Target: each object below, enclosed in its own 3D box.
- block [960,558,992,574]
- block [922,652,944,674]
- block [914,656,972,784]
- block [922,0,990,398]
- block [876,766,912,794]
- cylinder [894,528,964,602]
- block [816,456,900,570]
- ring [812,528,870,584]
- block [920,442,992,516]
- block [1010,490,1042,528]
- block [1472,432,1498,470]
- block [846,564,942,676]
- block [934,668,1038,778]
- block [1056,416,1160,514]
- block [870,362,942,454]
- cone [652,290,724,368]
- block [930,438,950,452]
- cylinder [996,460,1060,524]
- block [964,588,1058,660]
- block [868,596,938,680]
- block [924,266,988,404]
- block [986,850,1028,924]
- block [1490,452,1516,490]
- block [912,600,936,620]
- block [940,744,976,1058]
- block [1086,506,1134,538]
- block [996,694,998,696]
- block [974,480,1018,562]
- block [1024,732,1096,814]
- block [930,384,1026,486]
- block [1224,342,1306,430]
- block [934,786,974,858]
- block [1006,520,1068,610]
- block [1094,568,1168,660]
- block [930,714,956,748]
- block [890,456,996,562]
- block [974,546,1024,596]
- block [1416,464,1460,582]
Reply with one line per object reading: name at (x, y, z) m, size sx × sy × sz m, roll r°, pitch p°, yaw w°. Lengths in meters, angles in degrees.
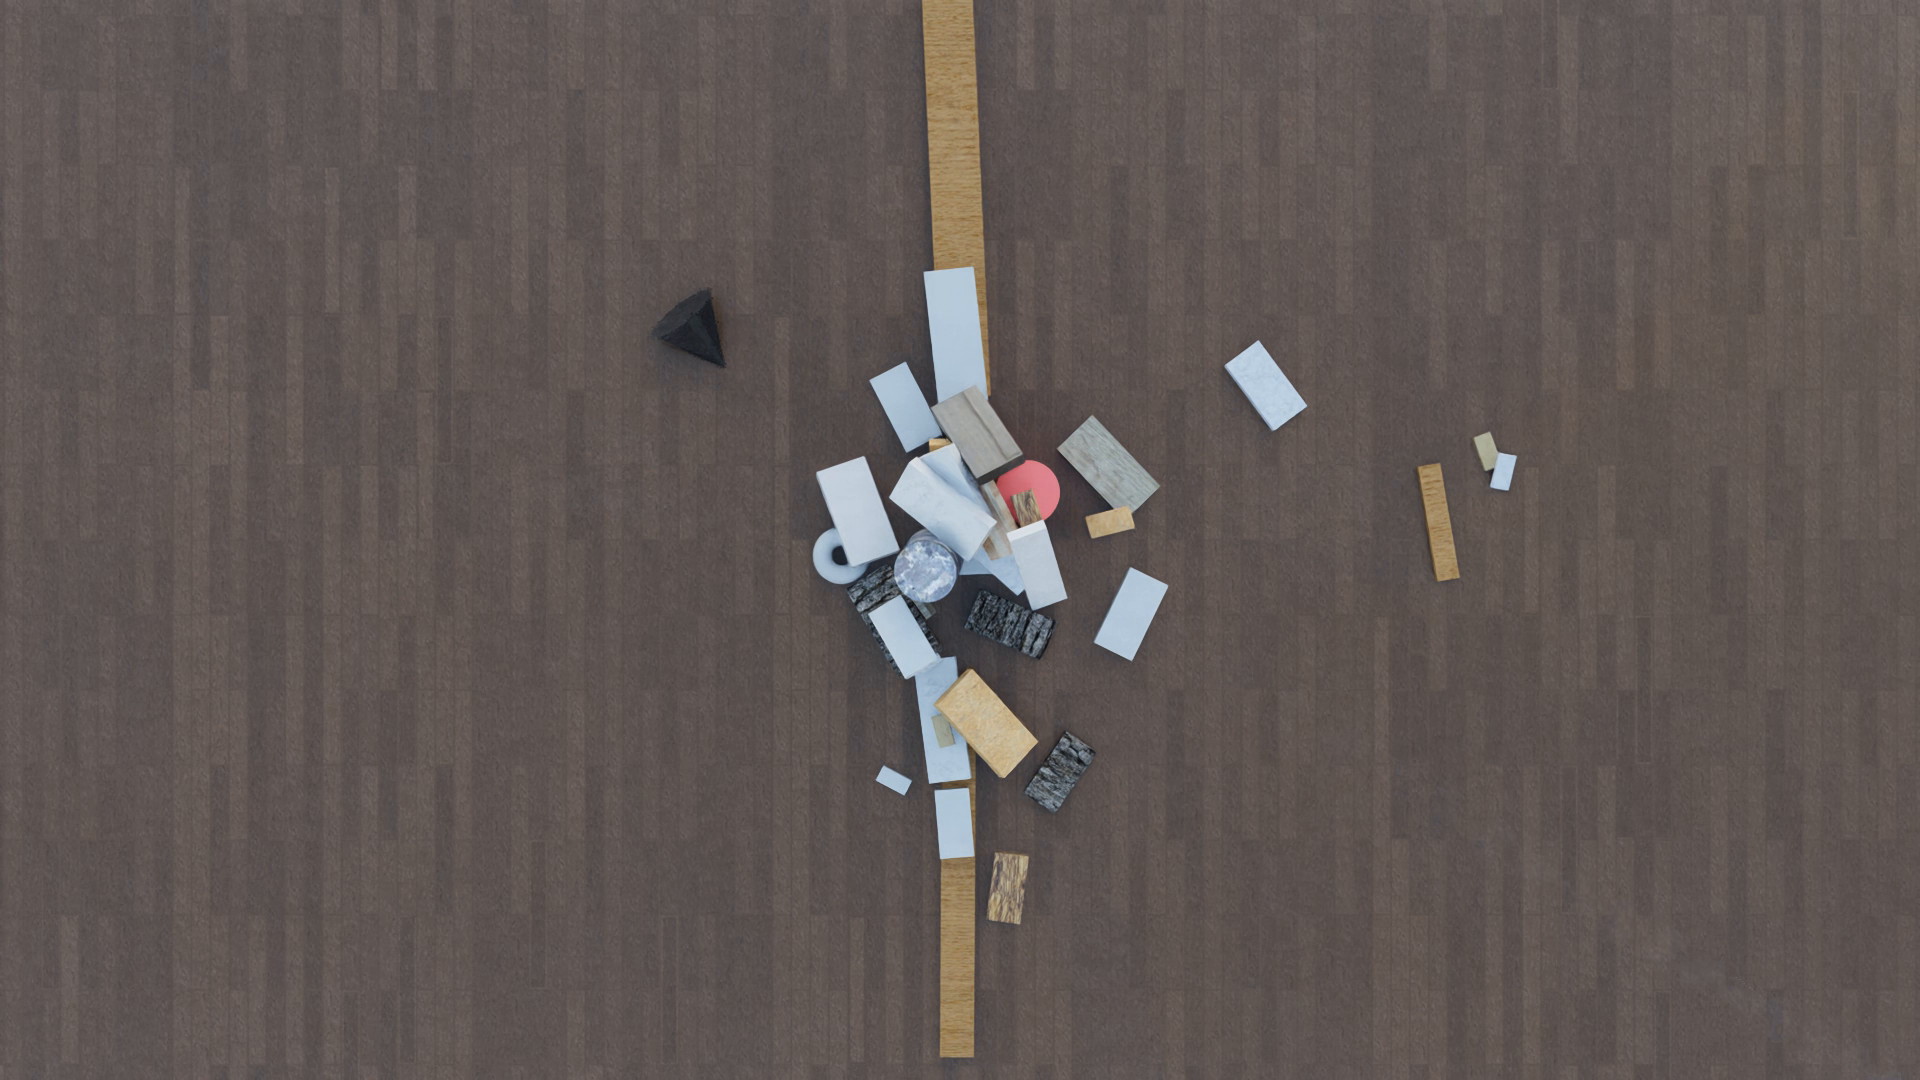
block at (0.073, 0.072, 5.481) m, size 0.160 × 0.023 × 0.080 m, roll -2°, pitch 101°, yaw 0°
block at (-0.130, 0.352, 5.436) m, size 0.080 × 0.023 × 0.160 m, roll -31°, pitch 74°, yaw 0°
block at (-0.058, 0.593, 5.448) m, size 0.139 × 0.039 × 0.404 m, roll -8°, pitch 89°, yaw 7°
block at (-0.012, -1.134, 5.476) m, size 0.167 × 0.047 × 1.324 m, roll -3°, pitch 90°, yaw 0°
block at (-0.220, 0.801, 5.492) m, size 0.107 × 0.015 × 0.054 m, roll 28°, pitch 90°, yaw 0°
cylinder at (-0.099, 0.080, 5.376) m, size 0.202 × 0.202 × 0.202 m, roll 2°, pitch 104°, yaw 7°
block at (-0.338, -0.091, 5.439) m, size 0.167 × 0.047 × 0.335 m, roll -20°, pitch 82°, yaw -11°
ring at (-0.392, 0.051, 5.468) m, size 0.191 × 0.064 × 0.191 m, roll 0°, pitch 90°, yaw -4°
block at (-0.015, -0.166, 5.272) m, size 0.135 × 0.038 × 0.269 m, roll -20°, pitch 104°, yaw 39°
block at (0.220, -0.082, 5.283) m, size 0.074 × 0.021 × 0.148 m, roll -19°, pitch 90°, yaw 0°
block at (1.756, -0.295, 5.492) m, size 0.059 × 0.017 × 0.117 m, roll -20°, pitch 90°, yaw 0°
block at (-0.219, 0.261, 5.433) m, size 0.167 × 0.047 × 0.335 m, roll -32°, pitch 75°, yaw 0°
block at (0.085, 0.602, 5.422) m, size 0.167 × 0.047 × 0.335 m, roll -45°, pitch 101°, yaw -17°
block at (0.492, -0.240, 5.477) m, size 0.163 × 0.046 × 0.327 m, roll -44°, pitch 90°, yaw 0°
block at (-0.179, -0.440, 5.481) m, size 0.135 × 0.038 × 0.269 m, roll -27°, pitch 90°, yaw 0°
cone at (-0.848, -0.657, 5.447) m, size 0.237 × 0.237 × 0.237 m, roll -37°, pitch 117°, yaw 0°
block at (-0.028, -0.207, 5.406) m, size 0.135 × 0.038 × 0.271 m, roll -2°, pitch 125°, yaw 0°
cylinder at (0.217, -0.153, 5.397) m, size 0.207 × 0.207 × 0.207 m, roll 0°, pitch 90°, yaw 0°
block at (0.169, 0.281, 5.480) m, size 0.277 × 0.039 × 0.139 m, roll 23°, pitch 90°, yaw 0°
block at (-0.184, 0.316, 5.373) m, size 0.123 × 0.035 × 0.247 m, roll -31°, pitch 75°, yaw 0°
block at (-0.013, -0.669, 5.429) m, size 0.163 × 0.046 × 0.439 m, roll -6°, pitch 90°, yaw 0°
block at (0.158, 1.155, 5.484) m, size 0.112 × 0.032 × 0.225 m, roll 8°, pitch 90°, yaw 0°
block at (1.805, -0.227, 5.479) m, size 0.059 × 0.017 × 0.117 m, roll 10°, pitch 100°, yaw -6°
block at (-0.141, 0.185, 5.458) m, size 0.023 × 0.080 × 0.160 m, roll -36°, pitch 90°, yaw 14°
block at (-0.006, 1.099, 5.484) m, size 0.113 × 0.032 × 1.233 m, roll 0°, pitch 90°, yaw 0°
block at (0.497, -0.059, 5.459) m, size 0.148 × 0.021 × 0.074 m, roll -14°, pitch 101°, yaw 20°
block at (0.073, 0.540, 5.469) m, size 0.107 × 0.015 × 0.054 m, roll -4°, pitch 92°, yaw -25°
block at (0.097, -0.073, 5.302) m, size 0.135 × 0.038 × 0.269 m, roll -19°, pitch 104°, yaw 39°
block at (0.333, 0.771, 5.483) m, size 0.123 × 0.035 × 0.247 m, roll 35°, pitch 90°, yaw 0°
block at (0.056, -0.337, 5.285) m, size 0.167 × 0.047 × 0.335 m, roll -28°, pitch 56°, yaw -6°
block at (1.015, -0.512, 5.481) m, size 0.135 × 0.038 × 0.271 m, roll -37°, pitch 90°, yaw 0°
block at (-0.018, 0.935, 5.452) m, size 0.112 × 0.032 × 0.225 m, roll -5°, pitch 90°, yaw 0°
block at (0.251, 0.086, 5.329) m, size 0.123 × 0.404 × 0.035 m, roll -20°, pitch 52°, yaw 0°
block at (0.567, 0.246, 5.480) m, size 0.139 × 0.039 × 0.277 m, roll 26°, pitch 90°, yaw 0°
block at (-0.055, 0.626, 5.420) m, size 0.054 × 0.015 × 0.107 m, roll -16°, pitch 88°, yaw 6°
block at (-0.056, -0.097, 5.282) m, size 0.335 × 0.047 × 0.167 m, roll 39°, pitch 130°, yaw 9°
block at (0.125, 0.016, 5.411) m, size 0.327 × 0.046 × 0.163 m, roll 41°, pitch 116°, yaw -8°
block at (1.591, -0.059, 5.490) m, size 0.074 × 0.021 × 0.387 m, roll -10°, pitch 90°, yaw 0°
